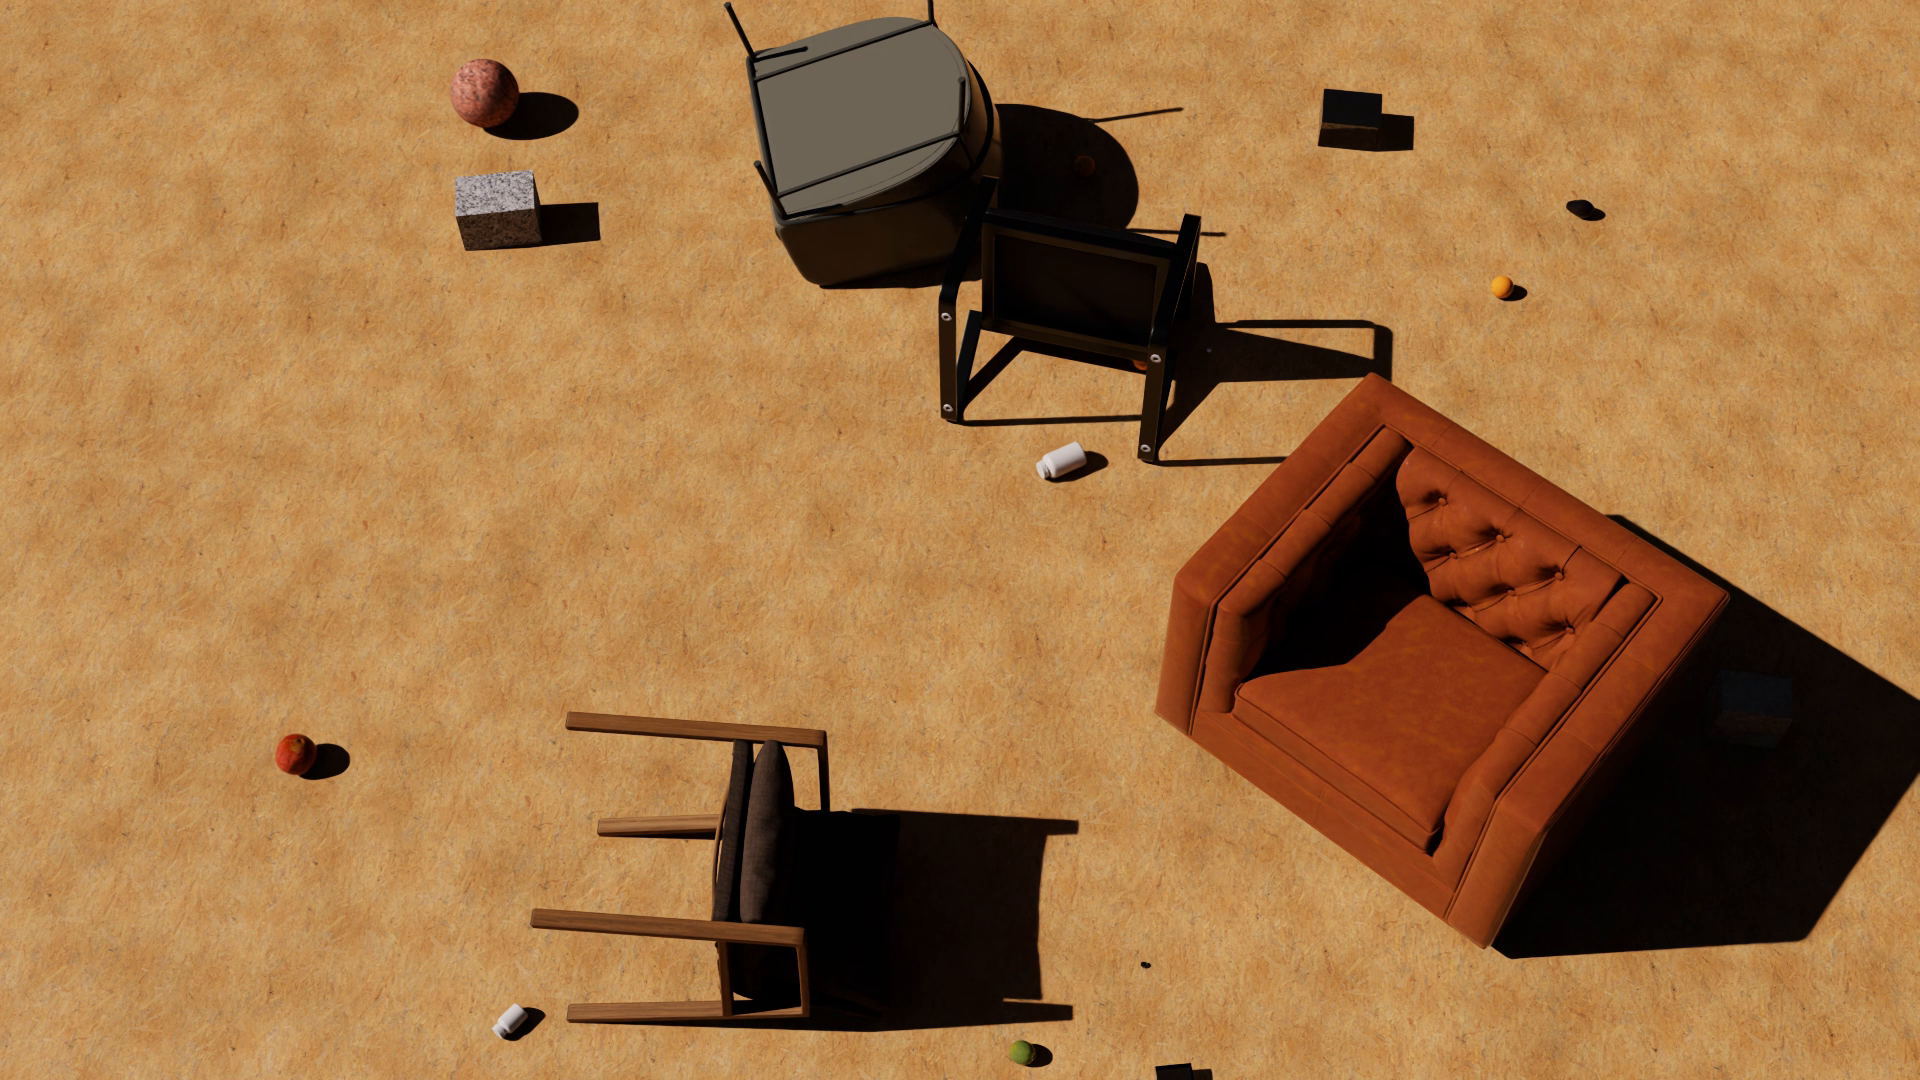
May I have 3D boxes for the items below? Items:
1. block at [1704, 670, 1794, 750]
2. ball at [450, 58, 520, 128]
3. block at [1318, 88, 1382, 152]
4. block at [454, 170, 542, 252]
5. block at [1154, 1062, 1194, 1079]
[{"bbox_3d":[2.204,0.474,6.151,0.191,0.174,0.130,8,56,5],"label":"block"},{"bbox_3d":[-1.611,-1.514,7.451,0.230,0.230,0.230,0,56,0],"label":"ball"},{"bbox_3d":[1.323,-1.424,7.461,0.197,0.114,0.161,6,56,4],"label":"block"},{"bbox_3d":[-1.509,-1.078,7.196,0.252,0.168,0.172,-7,56,-4],"label":"block"},{"bbox_3d":[0.550,1.403,5.602,0.093,0.051,0.120,-5,56,-3],"label":"block"}]
